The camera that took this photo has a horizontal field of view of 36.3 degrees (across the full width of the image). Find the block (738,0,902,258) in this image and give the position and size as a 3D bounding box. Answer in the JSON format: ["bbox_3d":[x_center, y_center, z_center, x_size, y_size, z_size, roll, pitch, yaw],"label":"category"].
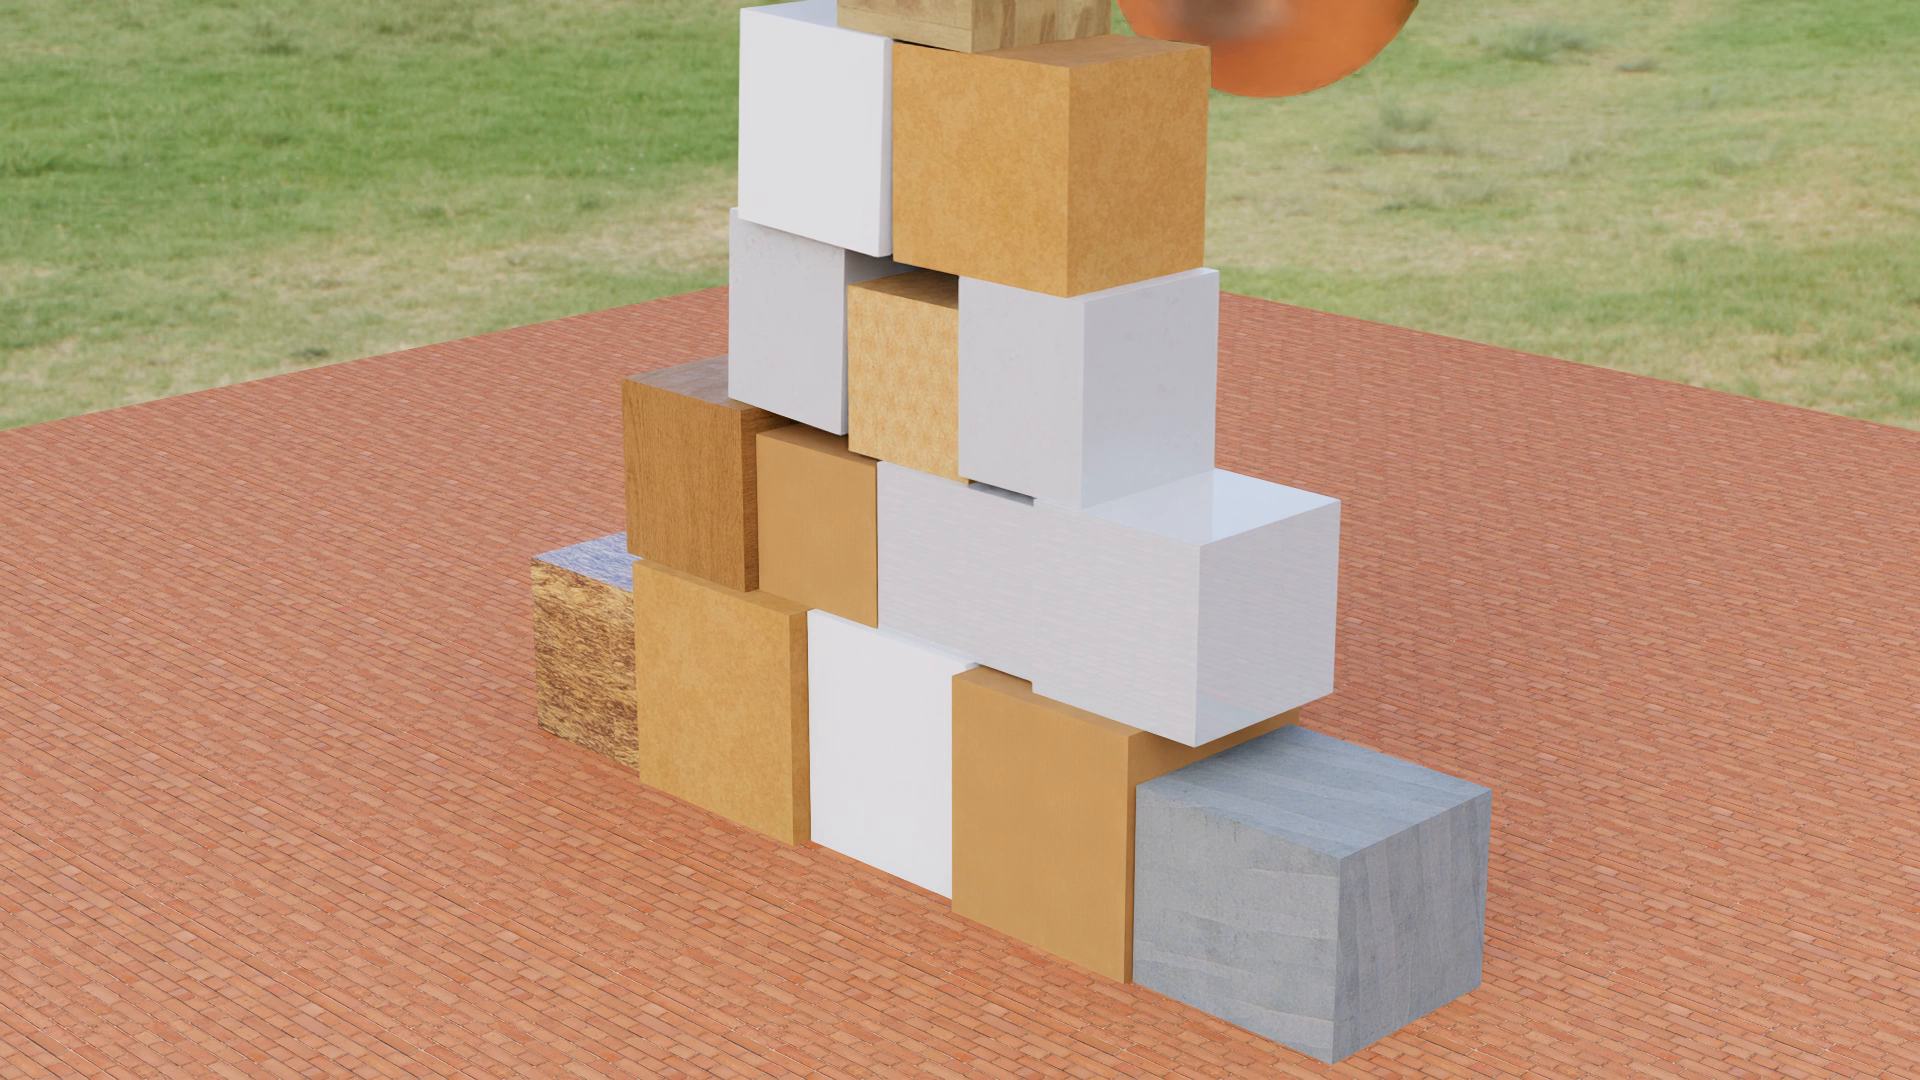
[{"bbox_3d":[-0.324,-1.878,13.077,0.916,0.940,0.949,20,26,41],"label":"block"}]

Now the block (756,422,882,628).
[{"bbox_3d":[-0.375,-0.130,13.683,0.809,0.759,0.800,-17,24,-42],"label":"block"}]

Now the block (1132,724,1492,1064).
[{"bbox_3d":[1.464,1.448,12.251,1.011,0.892,1.065,-17,24,-42],"label":"block"}]

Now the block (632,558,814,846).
[{"bbox_3d":[-0.770,0.648,14.378,1.174,1.142,1.138,-17,24,-42],"label":"block"}]

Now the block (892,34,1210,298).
[{"bbox_3d":[0.378,-1.630,12.427,1.017,0.937,0.860,17,24,42],"label":"block"}]

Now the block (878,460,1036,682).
[{"bbox_3d":[0.284,0.046,13.080,0.998,0.784,0.846,17,24,42],"label":"block"}]

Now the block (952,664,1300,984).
[{"bbox_3d":[0.727,1.112,12.940,1.131,1.119,1.029,-17,24,-42],"label":"block"}]

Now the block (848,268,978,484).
[{"bbox_3d":[0.044,-0.766,13.084,0.759,0.761,0.776,17,24,42],"label":"block"}]

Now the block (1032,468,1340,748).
[{"bbox_3d":[0.953,0.242,12.412,0.905,0.859,0.913,-17,24,-42],"label":"block"}]

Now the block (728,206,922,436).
[{"bbox_3d":[-0.513,-1.077,13.551,0.770,0.899,0.795,20,26,41],"label":"block"}]

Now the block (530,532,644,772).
[{"bbox_3d":[-1.515,0.526,15.102,0.983,0.940,0.925,-17,24,-42],"label":"block"}]

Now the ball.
[{"bbox_3d":[1.467,-2.912,13.964,1.600,1.600,1.600,0,17,0],"label":"ball"}]

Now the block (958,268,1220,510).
[{"bbox_3d":[0.548,-0.711,12.535,0.717,0.881,0.849,17,24,42],"label":"block"}]

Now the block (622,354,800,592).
[{"bbox_3d":[-0.974,-0.369,14.237,0.971,0.882,0.875,-17,24,-42],"label":"block"}]

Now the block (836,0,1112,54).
[{"bbox_3d":[0.071,-2.578,12.432,0.805,0.831,0.855,19,26,41],"label":"block"}]

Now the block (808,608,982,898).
[{"bbox_3d":[0.003,0.879,13.643,0.969,1.143,1.024,-17,24,-42],"label":"block"}]
